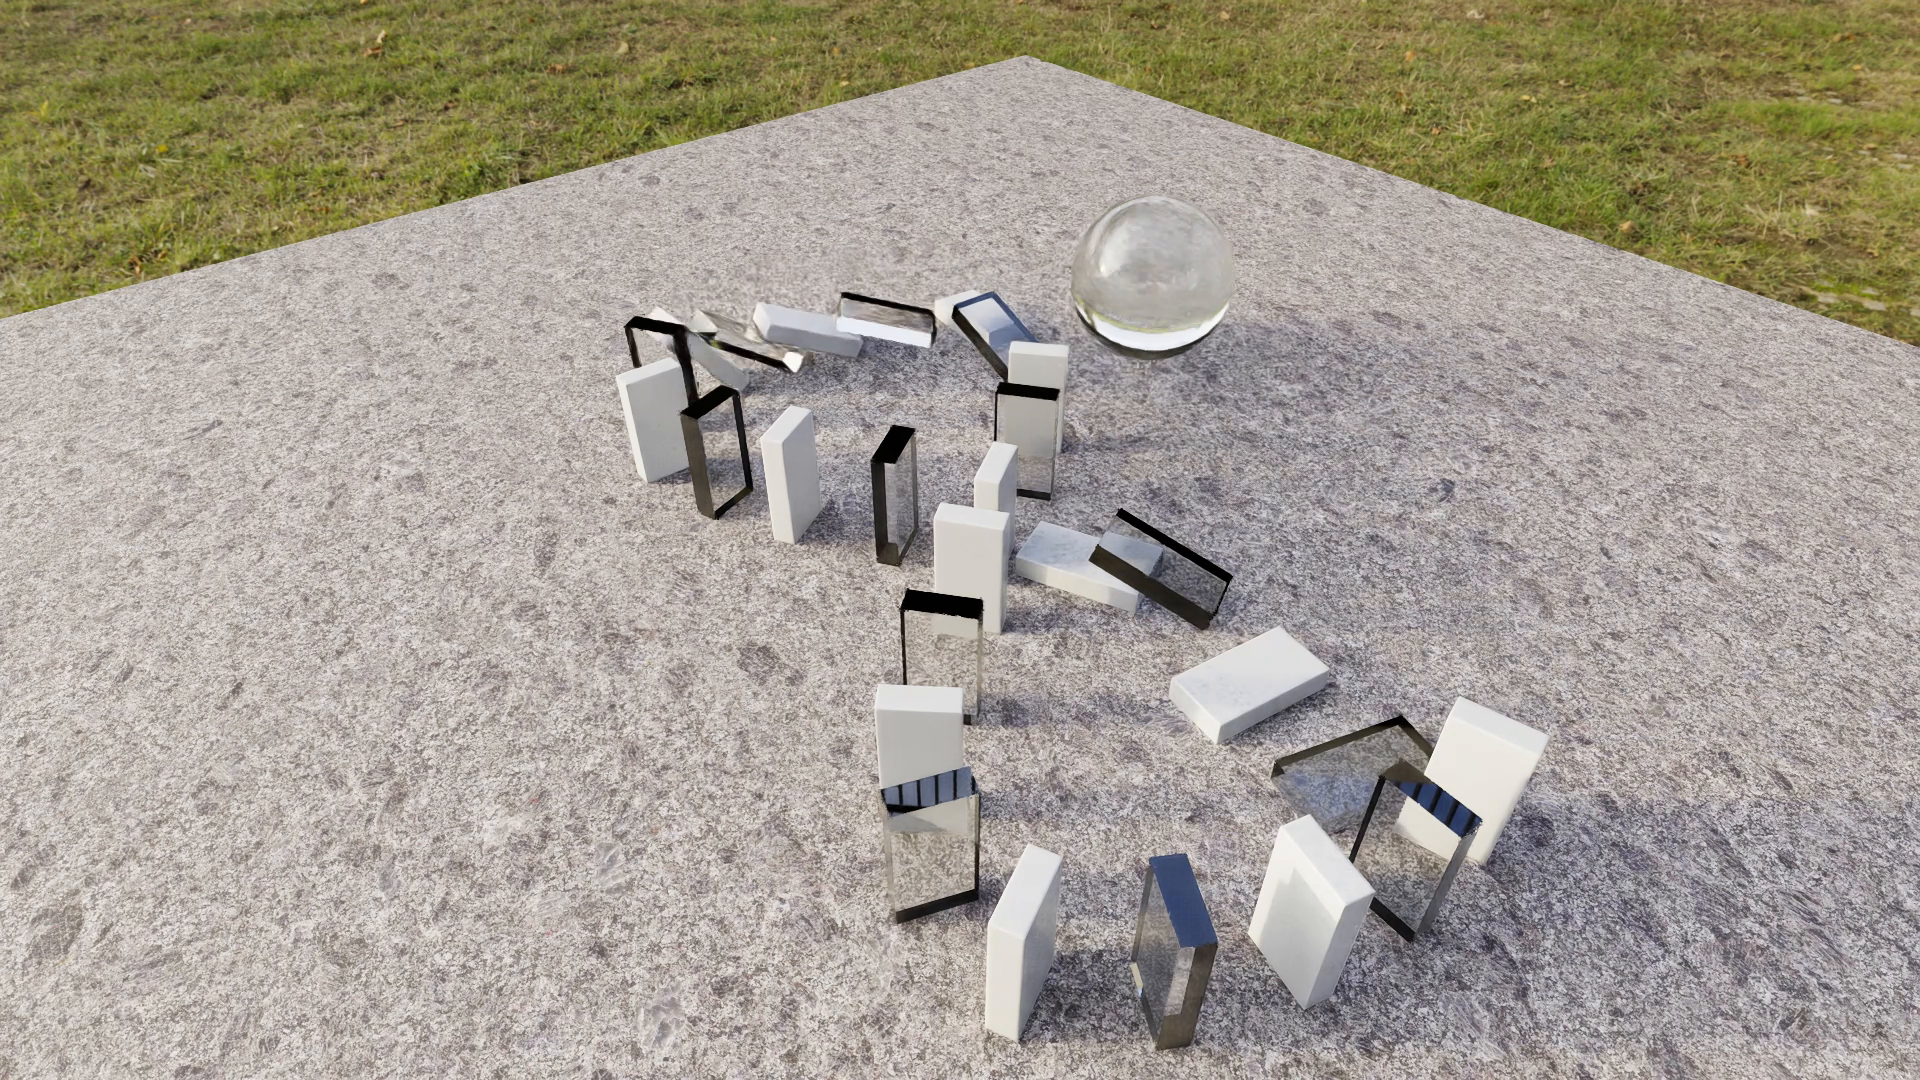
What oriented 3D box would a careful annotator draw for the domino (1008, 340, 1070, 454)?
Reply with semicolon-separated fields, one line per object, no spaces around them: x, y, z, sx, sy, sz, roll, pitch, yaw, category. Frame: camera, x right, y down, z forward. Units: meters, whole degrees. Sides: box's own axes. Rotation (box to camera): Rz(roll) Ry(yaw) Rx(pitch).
0.034;-0.063;0.488;0.025;0.050;0.009;6;40;7;domino

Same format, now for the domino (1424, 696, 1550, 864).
0.151;0.071;0.324;0.025;0.050;0.010;26;46;28;domino

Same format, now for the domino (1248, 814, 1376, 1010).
0.092;0.099;0.291;0.010;0.050;0.025;-16;42;-19;domino

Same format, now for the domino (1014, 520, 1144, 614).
0.050;0.010;0.431;0.050;0.010;0.025;18;42;20;domino

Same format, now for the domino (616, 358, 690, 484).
-0.130;-0.051;0.474;0.025;0.050;0.010;-27;46;-29;domino

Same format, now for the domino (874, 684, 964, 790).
-0.012;0.065;0.332;0.025;0.050;0.010;2;39;3;domino

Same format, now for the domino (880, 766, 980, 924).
-0.008;0.086;0.307;0.025;0.050;0.009;-12;41;-14;domino

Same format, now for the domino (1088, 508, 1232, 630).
0.076;0.011;0.417;0.050;0.010;0.025;32;46;5;domino

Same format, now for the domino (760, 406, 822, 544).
-0.067;-0.026;0.443;0.009;0.050;0.025;14;41;16;domino

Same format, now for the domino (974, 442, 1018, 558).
0.014;-0.010;0.423;0.010;0.050;0.025;12;41;14;domino

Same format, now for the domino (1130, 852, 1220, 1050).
0.054;0.106;0.282;0.009;0.050;0.025;-6;40;-7;domino

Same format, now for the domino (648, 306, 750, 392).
-0.125;-0.090;0.525;0.025;0.050;0.010;36;88;36;domino

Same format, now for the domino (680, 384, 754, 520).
-0.100;-0.036;0.455;0.009;0.050;0.025;21;44;24;domino

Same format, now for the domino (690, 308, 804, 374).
-0.105;-0.098;0.542;0.050;0.010;0.025;12;24;-45;domino

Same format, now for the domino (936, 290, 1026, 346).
0.011;-0.117;0.586;0.025;0.010;0.050;-22;44;-25;domino

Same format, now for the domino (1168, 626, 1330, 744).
0.101;0.050;0.383;0.050;0.010;0.025;-21;44;-24;domino

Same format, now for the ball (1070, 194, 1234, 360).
0.095;-0.129;0.546;0.080;0.080;0.080;0;39;0;ball

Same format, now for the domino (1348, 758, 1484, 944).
0.124;0.087;0.305;0.010;0.050;0.025;-24;45;-27;domino

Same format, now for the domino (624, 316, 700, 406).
-0.136;-0.077;0.505;0.025;0.050;0.009;13;43;15;domino

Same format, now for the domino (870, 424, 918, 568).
-0.025;-0.017;0.432;0.009;0.050;0.025;11;41;13;domino

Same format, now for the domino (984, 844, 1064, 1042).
0.016;0.105;0.284;0.009;0.050;0.025;17;42;19;domino

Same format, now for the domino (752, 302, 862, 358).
-0.077;-0.107;0.559;0.050;0.010;0.025;5;33;-31;domino

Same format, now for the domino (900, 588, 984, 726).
-0.006;0.040;0.363;0.025;0.050;0.009;7;40;9;domino

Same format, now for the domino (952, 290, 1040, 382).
0.020;-0.103;0.557;0.025;0.010;0.050;-25;64;-26;domino

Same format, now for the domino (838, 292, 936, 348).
-0.038;-0.115;0.573;0.050;0.010;0.025;9;37;-13;domino

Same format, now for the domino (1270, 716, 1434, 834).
0.128;0.075;0.352;0.050;0.010;0.025;-15;42;-17;domino

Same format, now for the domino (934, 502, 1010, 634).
0.004;0.011;0.398;0.025;0.050;0.009;9;40;11;domino

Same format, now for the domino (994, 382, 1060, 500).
0.027;-0.041;0.461;0.025;0.050;0.009;9;40;10;domino
